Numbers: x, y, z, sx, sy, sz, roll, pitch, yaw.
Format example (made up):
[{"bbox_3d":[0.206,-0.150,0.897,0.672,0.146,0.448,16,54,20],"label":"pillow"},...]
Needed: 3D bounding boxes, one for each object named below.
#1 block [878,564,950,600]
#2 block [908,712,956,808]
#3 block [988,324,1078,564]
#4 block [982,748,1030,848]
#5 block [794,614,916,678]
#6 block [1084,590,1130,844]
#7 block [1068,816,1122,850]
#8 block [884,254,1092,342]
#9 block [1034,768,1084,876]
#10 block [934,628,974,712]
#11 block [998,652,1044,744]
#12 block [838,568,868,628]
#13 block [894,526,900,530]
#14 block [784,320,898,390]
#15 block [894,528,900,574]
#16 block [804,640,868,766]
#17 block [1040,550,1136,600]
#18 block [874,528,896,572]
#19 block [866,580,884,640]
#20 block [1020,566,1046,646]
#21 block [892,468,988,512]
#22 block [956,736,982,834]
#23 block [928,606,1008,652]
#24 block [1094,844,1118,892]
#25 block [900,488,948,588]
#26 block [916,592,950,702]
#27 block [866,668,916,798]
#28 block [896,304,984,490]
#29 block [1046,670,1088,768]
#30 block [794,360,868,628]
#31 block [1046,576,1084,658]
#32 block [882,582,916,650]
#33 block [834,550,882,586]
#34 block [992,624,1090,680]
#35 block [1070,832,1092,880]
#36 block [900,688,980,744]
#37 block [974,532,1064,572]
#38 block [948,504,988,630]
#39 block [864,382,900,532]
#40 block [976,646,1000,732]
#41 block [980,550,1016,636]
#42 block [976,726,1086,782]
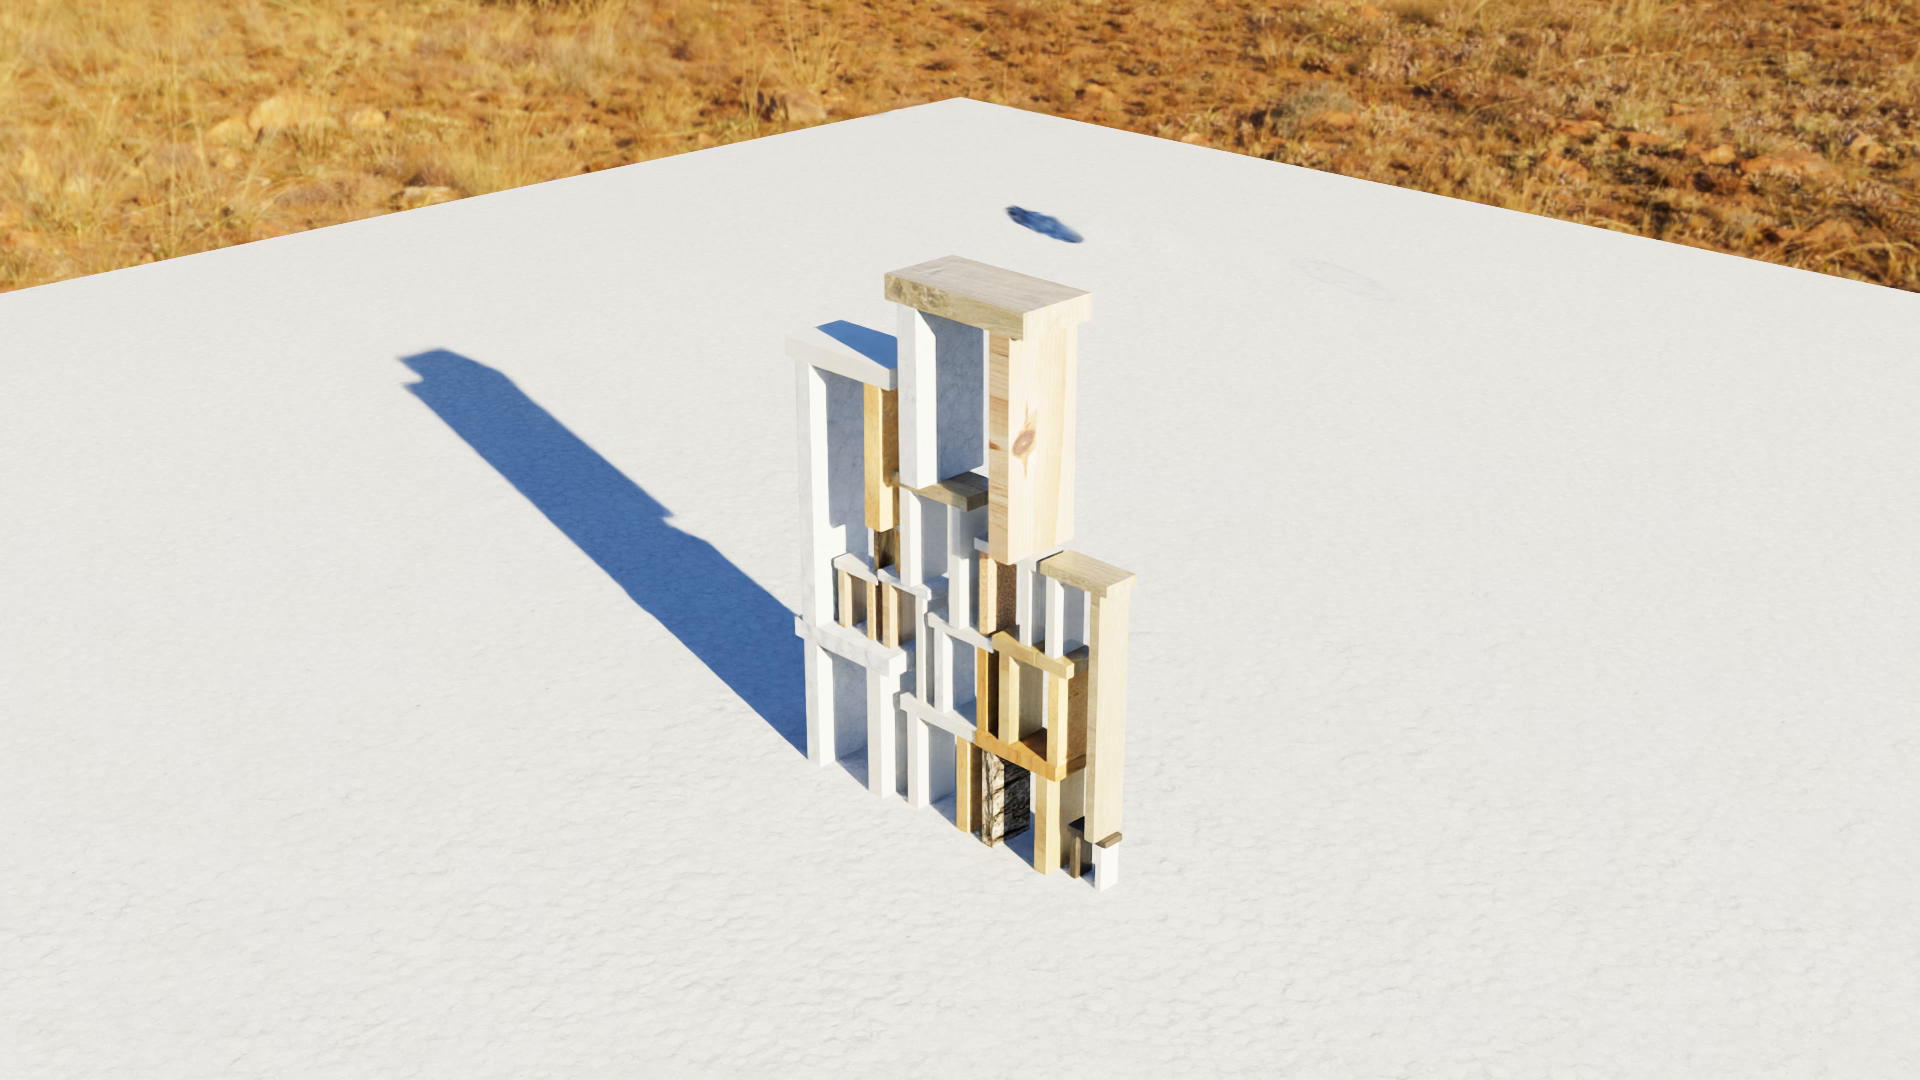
[{"bbox_3d":[-0.088,0.079,4.349,0.143,0.020,0.072,21,31,41],"label":"block"},{"bbox_3d":[-0.058,0.431,4.475,0.030,0.211,0.105,21,31,41],"label":"block"},{"bbox_3d":[0.132,-0.186,4.005,0.050,0.436,0.177,21,31,41],"label":"block"},{"bbox_3d":[0.092,0.491,4.331,0.030,0.212,0.106,21,31,41],"label":"block"},{"bbox_3d":[-0.190,0.198,4.513,0.285,0.040,0.143,21,31,41],"label":"block"},{"bbox_3d":[0.271,0.322,4.065,0.023,0.510,0.081,21,31,41],"label":"block"},{"bbox_3d":[0.256,0.556,4.183,0.097,0.014,0.049,21,31,41],"label":"block"},{"bbox_3d":[0.048,-0.442,3.986,0.177,0.050,0.354,-22,31,-40],"label":"block"},{"bbox_3d":[0.192,0.530,4.239,0.030,0.212,0.106,21,31,41],"label":"block"},{"bbox_3d":[-0.010,0.244,4.342,0.088,0.178,0.025,-21,31,-41],"label":"block"},{"bbox_3d":[0.117,0.288,4.218,0.027,0.190,0.095,21,31,41],"label":"block"},{"bbox_3d":[-0.218,0.111,4.502,0.018,0.128,0.064,21,31,41],"label":"block"},{"bbox_3d":[-0.130,-0.042,4.351,0.047,0.013,0.094,-21,31,-40],"label":"block"},{"bbox_3d":[-0.186,-0.361,4.273,0.297,0.042,0.148,21,31,40],"label":"block"},{"bbox_3d":[-0.107,0.016,4.351,0.013,0.094,0.047,21,31,41],"label":"block"},{"bbox_3d":[-0.258,0.321,4.638,0.040,0.285,0.143,21,31,41],"label":"block"},{"bbox_3d":[0.233,0.061,3.996,0.162,0.023,0.081,21,31,41],"label":"block"},{"bbox_3d":[-0.151,0.006,4.396,0.047,0.111,0.013,-21,31,-40],"label":"block"},{"bbox_3d":[-0.158,0.134,4.447,0.064,0.128,0.018,-21,31,-41],"label":"block"},{"bbox_3d":[0.148,0.113,4.117,0.022,0.157,0.079,21,31,41],"label":"block"},{"bbox_3d":[-0.023,-0.107,4.204,0.102,0.029,0.203,-22,31,-40],"label":"block"},{"bbox_3d":[0.041,0.470,4.384,0.030,0.211,0.105,21,31,41],"label":"block"},{"bbox_3d":[0.031,0.167,4.264,0.176,0.025,0.088,21,31,41],"label":"block"},{"bbox_3d":[0.279,0.616,4.184,0.014,0.097,0.049,21,31,41],"label":"block"},{"bbox_3d":[-0.070,-0.019,4.294,0.029,0.203,0.102,21,31,41],"label":"block"},{"bbox_3d":[-0.054,0.206,4.367,0.020,0.228,0.072,21,31,41],"label":"block"},{"bbox_3d":[-0.123,0.374,4.514,0.040,0.285,0.143,21,31,41],"label":"block"},{"bbox_3d":[-0.035,-0.289,4.143,0.177,0.354,0.050,-22,31,-40],"label":"block"},{"bbox_3d":[0.207,0.323,4.135,0.027,0.190,0.095,21,31,41],"label":"block"},{"bbox_3d":[-0.256,-0.108,4.456,0.042,0.567,0.148,21,31,41],"label":"block"},{"bbox_3d":[0.195,0.131,4.068,0.023,0.162,0.081,21,31,41],"label":"block"},{"bbox_3d":[-0.121,0.141,4.412,0.072,0.143,0.020,-21,31,-41],"label":"block"},{"bbox_3d":[-0.188,0.055,4.446,0.064,0.018,0.128,-21,31,-40],"label":"block"},{"bbox_3d":[0.162,0.206,4.134,0.190,0.027,0.095,21,31,41],"label":"block"},{"bbox_3d":[0.233,0.598,4.226,0.014,0.097,0.049,21,31,41],"label":"block"},{"bbox_3d":[-0.008,0.340,4.382,0.211,0.030,0.105,21,31,41],"label":"block"},{"bbox_3d":[0.110,0.016,4.116,0.157,0.022,0.079,21,31,40],"label":"block"},{"bbox_3d":[0.025,0.039,4.215,0.102,0.250,0.029,-21,31,-41],"label":"block"},{"bbox_3d":[-0.117,-0.178,4.275,0.042,0.297,0.149,21,31,40],"label":"block"},{"bbox_3d":[0.073,0.276,4.265,0.088,0.176,0.025,-21,31,-41],"label":"block"},{"bbox_3d":[0.073,0.091,4.189,0.022,0.174,0.079,21,31,40],"label":"block"},{"bbox_3d":[0.142,0.399,4.238,0.212,0.030,0.106,21,31,41],"label":"block"}]
